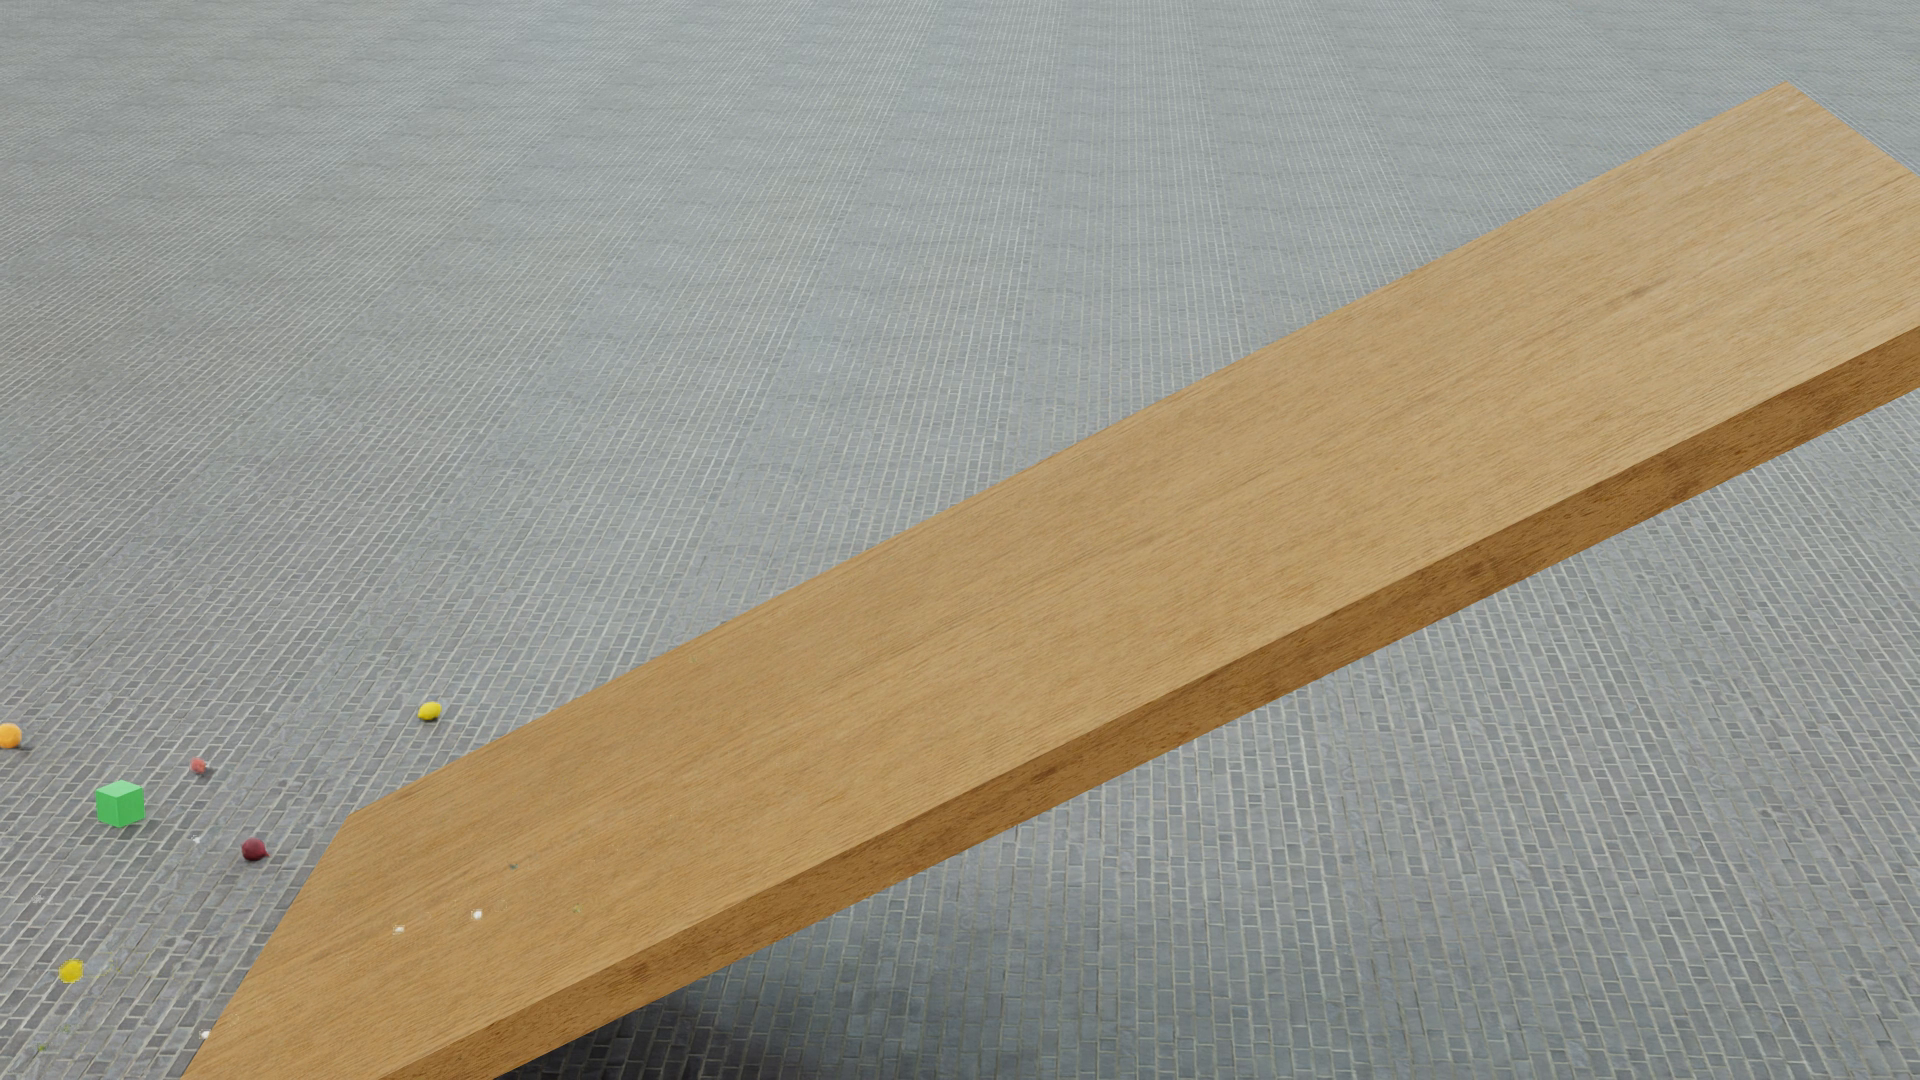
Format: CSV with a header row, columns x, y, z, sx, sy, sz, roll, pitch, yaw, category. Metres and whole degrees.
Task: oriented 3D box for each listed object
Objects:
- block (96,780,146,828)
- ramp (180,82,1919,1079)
x,y,z,sx,sy,sz,roll,pitch,yaw,category
-2.223,0.698,7.786,0.087,0.087,0.087,12,22,34,block
0.141,0.167,6.282,4.000,0.100,2.000,-27,14,11,ramp
